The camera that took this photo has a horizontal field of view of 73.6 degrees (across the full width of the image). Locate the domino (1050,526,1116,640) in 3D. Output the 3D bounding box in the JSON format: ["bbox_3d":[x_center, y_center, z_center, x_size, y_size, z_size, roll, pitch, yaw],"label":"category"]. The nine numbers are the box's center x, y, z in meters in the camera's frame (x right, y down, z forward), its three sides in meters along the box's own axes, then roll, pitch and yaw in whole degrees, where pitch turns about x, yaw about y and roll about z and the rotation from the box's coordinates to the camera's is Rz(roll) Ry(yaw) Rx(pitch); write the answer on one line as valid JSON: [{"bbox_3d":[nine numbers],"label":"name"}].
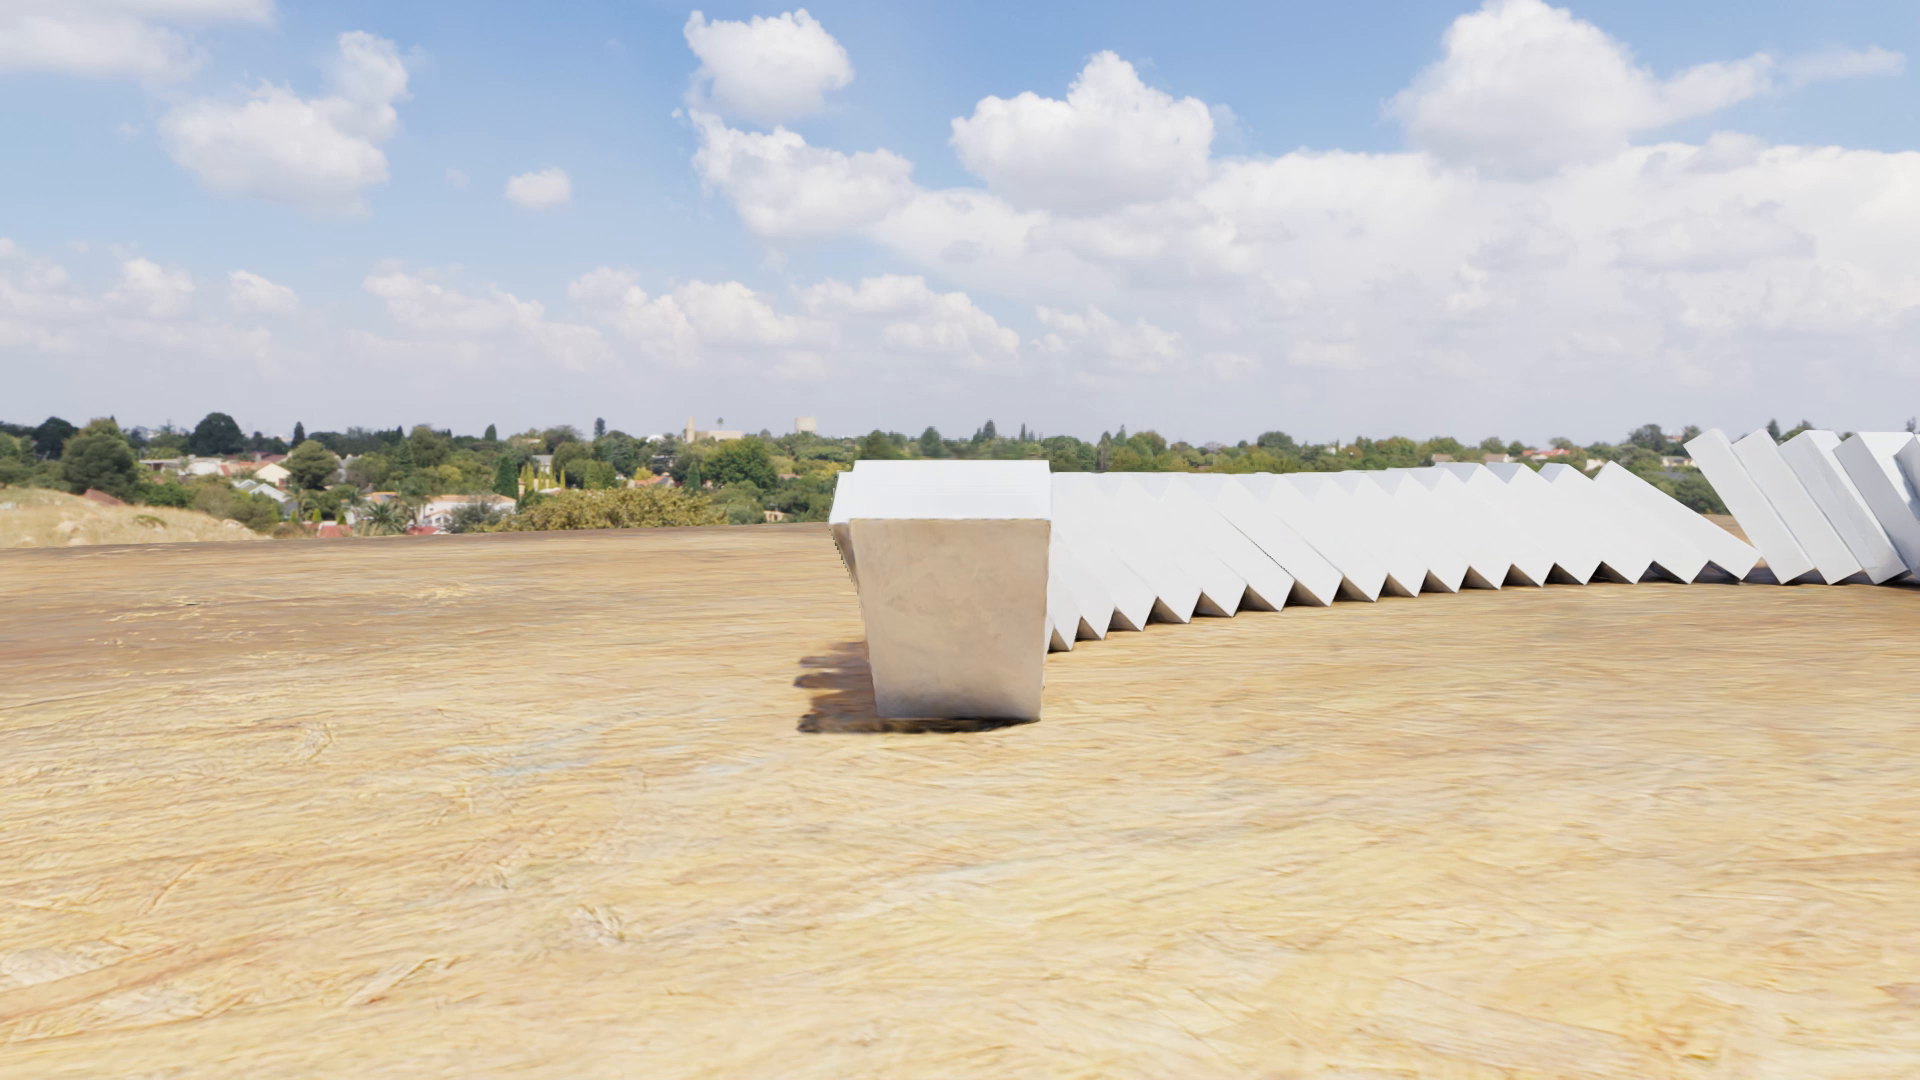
[{"bbox_3d":[0.010,0.004,0.270,0.025,0.009,0.050,3,-30,37],"label":"domino"}]

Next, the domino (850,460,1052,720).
[{"bbox_3d":[-0.001,0.009,0.181,0.025,0.009,0.050,0,-37,2],"label":"domino"}]

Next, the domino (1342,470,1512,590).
[{"bbox_3d":[0.135,-0.003,0.376,0.050,0.010,0.025,34,-11,-24],"label":"domino"}]

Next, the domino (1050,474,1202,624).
[{"bbox_3d":[0.032,0.002,0.299,0.025,0.009,0.050,5,-28,48],"label":"domino"}]

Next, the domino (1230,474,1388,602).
[{"bbox_3d":[0.089,-0.001,0.344,0.050,0.009,0.025,35,-15,-30],"label":"domino"}]

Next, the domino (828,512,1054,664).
[{"bbox_3d":[-0.002,0.006,0.235,0.025,0.009,0.050,2,-32,23],"label":"domino"}]

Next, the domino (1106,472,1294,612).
[{"bbox_3d":[0.059,0.001,0.324,0.050,0.009,0.025,36,-16,-30],"label":"domino"}]

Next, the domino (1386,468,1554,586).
[{"bbox_3d":[0.151,-0.004,0.385,0.050,0.009,0.025,34,-9,-20],"label":"domino"}]

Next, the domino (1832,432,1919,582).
[{"bbox_3d":[0.291,-0.010,0.390,0.025,0.050,0.010,-2,-31,-21],"label":"domino"}]

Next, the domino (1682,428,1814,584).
[{"bbox_3d":[0.246,-0.011,0.399,0.009,0.050,0.025,-37,-19,31],"label":"domino"}]

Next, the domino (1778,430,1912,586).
[{"bbox_3d":[0.278,-0.011,0.399,0.025,0.050,0.009,-3,-29,-39],"label":"domino"}]

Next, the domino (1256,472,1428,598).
[{"bbox_3d":[0.104,-0.001,0.355,0.050,0.009,0.025,35,-15,-30],"label":"domino"}]

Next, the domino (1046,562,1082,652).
[{"bbox_3d":[0.004,0.005,0.252,0.025,0.009,0.050,2,-31,28],"label":"domino"}]

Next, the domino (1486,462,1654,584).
[{"bbox_3d":[0.186,-0.006,0.399,0.050,0.010,0.025,35,3,-3],"label":"domino"}]

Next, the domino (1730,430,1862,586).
[{"bbox_3d":[0.261,-0.011,0.400,0.009,0.050,0.025,-37,-18,32],"label":"domino"}]

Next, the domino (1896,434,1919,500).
[{"bbox_3d":[0.299,-0.008,0.376,0.025,0.050,0.009,0,-34,2],"label":"domino"}]

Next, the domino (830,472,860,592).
[{"bbox_3d":[-0.003,0.007,0.217,0.025,0.009,0.050,1,-33,12],"label":"domino"}]

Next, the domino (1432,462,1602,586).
[{"bbox_3d":[0.169,-0.005,0.394,0.050,0.010,0.025,35,-2,-10],"label":"domino"}]

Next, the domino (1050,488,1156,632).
[{"bbox_3d":[0.020,0.003,0.286,0.025,0.009,0.050,4,-29,45],"label":"domino"}]

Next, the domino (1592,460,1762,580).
[{"bbox_3d":[0.223,-0.006,0.403,0.050,0.009,0.025,38,14,19],"label":"domino"}]

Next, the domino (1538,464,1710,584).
[{"bbox_3d":[0.205,-0.006,0.402,0.050,0.010,0.025,36,9,6],"label":"domino"}]

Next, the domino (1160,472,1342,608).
[{"bbox_3d":[0.074,0.000,0.334,0.050,0.010,0.025,36,-16,-30],"label":"domino"}]

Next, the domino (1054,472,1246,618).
[{"bbox_3d":[0.045,0.001,0.313,0.050,0.009,0.025,38,-19,-33],"label":"domino"}]

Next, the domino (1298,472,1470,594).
[{"bbox_3d":[0.119,-0.002,0.366,0.050,0.009,0.025,34,-12,-27],"label":"domino"}]
